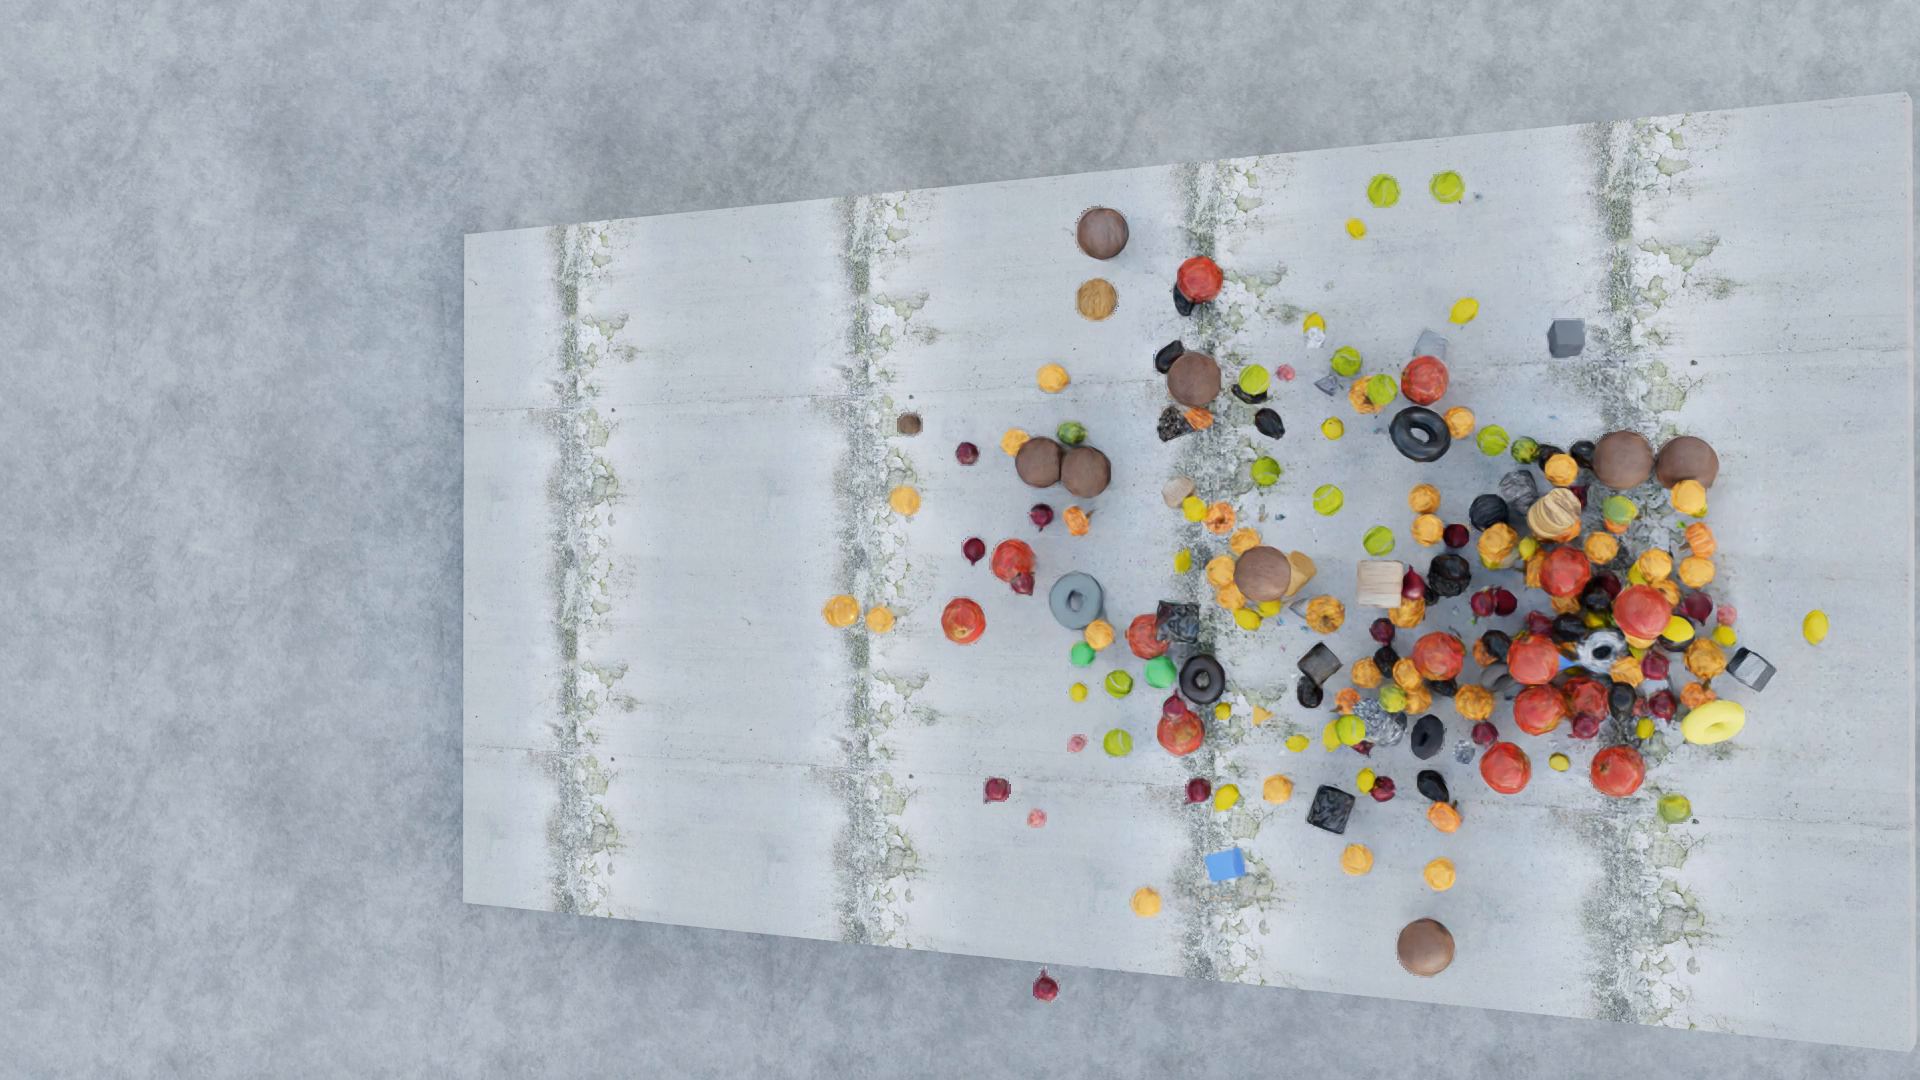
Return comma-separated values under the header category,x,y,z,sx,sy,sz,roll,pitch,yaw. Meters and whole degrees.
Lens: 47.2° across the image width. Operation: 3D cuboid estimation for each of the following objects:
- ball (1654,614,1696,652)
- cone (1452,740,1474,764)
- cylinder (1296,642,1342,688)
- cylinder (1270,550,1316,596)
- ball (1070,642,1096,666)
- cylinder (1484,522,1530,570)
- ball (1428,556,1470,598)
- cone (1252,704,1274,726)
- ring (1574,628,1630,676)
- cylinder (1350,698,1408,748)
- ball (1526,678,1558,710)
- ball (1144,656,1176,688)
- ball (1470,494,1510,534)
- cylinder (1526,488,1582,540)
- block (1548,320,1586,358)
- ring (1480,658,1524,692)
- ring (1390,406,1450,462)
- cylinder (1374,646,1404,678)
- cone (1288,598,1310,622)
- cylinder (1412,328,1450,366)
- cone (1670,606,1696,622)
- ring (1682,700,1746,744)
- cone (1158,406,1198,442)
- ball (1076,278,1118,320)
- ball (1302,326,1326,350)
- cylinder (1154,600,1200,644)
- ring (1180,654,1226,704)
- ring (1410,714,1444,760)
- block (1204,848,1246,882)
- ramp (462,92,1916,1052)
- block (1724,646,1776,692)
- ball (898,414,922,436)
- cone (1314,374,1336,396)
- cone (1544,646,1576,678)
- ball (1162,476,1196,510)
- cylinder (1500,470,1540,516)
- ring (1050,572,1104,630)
category,x,y,z,sx,sy,sz,roll,pitch,yaw
ball,1.540,0.199,4.734,0.084,0.084,0.084,0,89,0
cone,1.161,0.479,5.014,0.054,0.054,0.054,8,102,39
cylinder,0.827,0.287,5.061,0.075,0.075,0.075,-43,90,-1
cylinder,0.788,0.080,5.195,0.077,0.077,0.077,41,123,0
ball,0.307,0.286,5.507,0.063,0.063,0.063,0,89,0
cylinder,1.233,0.014,4.959,0.076,0.076,0.076,-34,77,0
ball,1.117,0.084,5.021,0.095,0.095,0.095,0,89,0
cone,0.731,0.421,5.283,0.054,0.054,0.054,-2,89,3
ring,1.416,0.247,4.852,0.121,0.040,0.121,0,118,0
cylinder,0.965,0.422,5.074,0.096,0.096,0.096,22,89,-42
ball,1.302,0.346,4.926,0.069,0.069,0.069,0,89,0
ball,0.489,0.322,5.357,0.078,0.078,0.078,0,89,0
ball,1.199,-0.060,4.978,0.090,0.090,0.090,0,89,0
cylinder,1.290,-0.057,4.776,0.087,0.087,0.087,4,70,-11
block,1.345,-0.447,4.877,0.062,0.062,0.062,-2,67,-1
ring,1.222,0.303,4.956,0.104,0.104,0.035,-21,53,0
ring,1.042,-0.239,4.972,0.143,0.048,0.143,6,57,-9
cylinder,0.992,0.284,5.085,0.053,0.053,0.053,-39,122,0
cone,0.820,0.174,5.233,0.054,0.054,0.054,-34,101,0
cylinder,1.084,-0.444,5.062,0.066,0.066,0.066,25,103,0
cone,1.564,0.164,4.801,0.059,0.059,0.059,-14,50,0
ring,1.611,0.390,4.701,0.137,0.137,0.046,-10,55,0
cone,0.524,-0.264,5.163,0.084,0.084,0.084,12,89,-29
ball,0.329,-0.578,5.279,0.100,0.100,0.100,0,89,0
ball,0.810,-0.463,5.030,0.052,0.052,0.052,0,89,0
cylinder,0.520,0.197,5.258,0.094,0.094,0.094,7,89,0
ring,0.590,0.340,5.355,0.122,0.041,0.122,-2,87,34
ring,1.060,0.447,4.990,0.035,0.104,0.104,18,89,-19
block,0.641,0.784,5.307,0.066,0.066,0.066,-18,80,29
ramp,0.269,0.074,5.625,4.000,0.100,2.000,0,89,30
block,1.655,0.271,4.604,0.061,0.061,0.061,34,94,-31
ball,-0.131,-0.302,5.769,0.058,0.058,0.058,0,89,0
cone,0.854,-0.367,5.192,0.051,0.051,0.051,1,89,-24
cone,1.324,0.271,4.840,0.071,0.071,0.071,4,89,15
ball,0.523,-0.112,5.239,0.083,0.083,0.083,0,89,0
cylinder,1.255,-0.105,4.923,0.074,0.074,0.074,-7,51,0
ring,0.292,0.152,5.525,0.149,0.050,0.149,0,91,30
